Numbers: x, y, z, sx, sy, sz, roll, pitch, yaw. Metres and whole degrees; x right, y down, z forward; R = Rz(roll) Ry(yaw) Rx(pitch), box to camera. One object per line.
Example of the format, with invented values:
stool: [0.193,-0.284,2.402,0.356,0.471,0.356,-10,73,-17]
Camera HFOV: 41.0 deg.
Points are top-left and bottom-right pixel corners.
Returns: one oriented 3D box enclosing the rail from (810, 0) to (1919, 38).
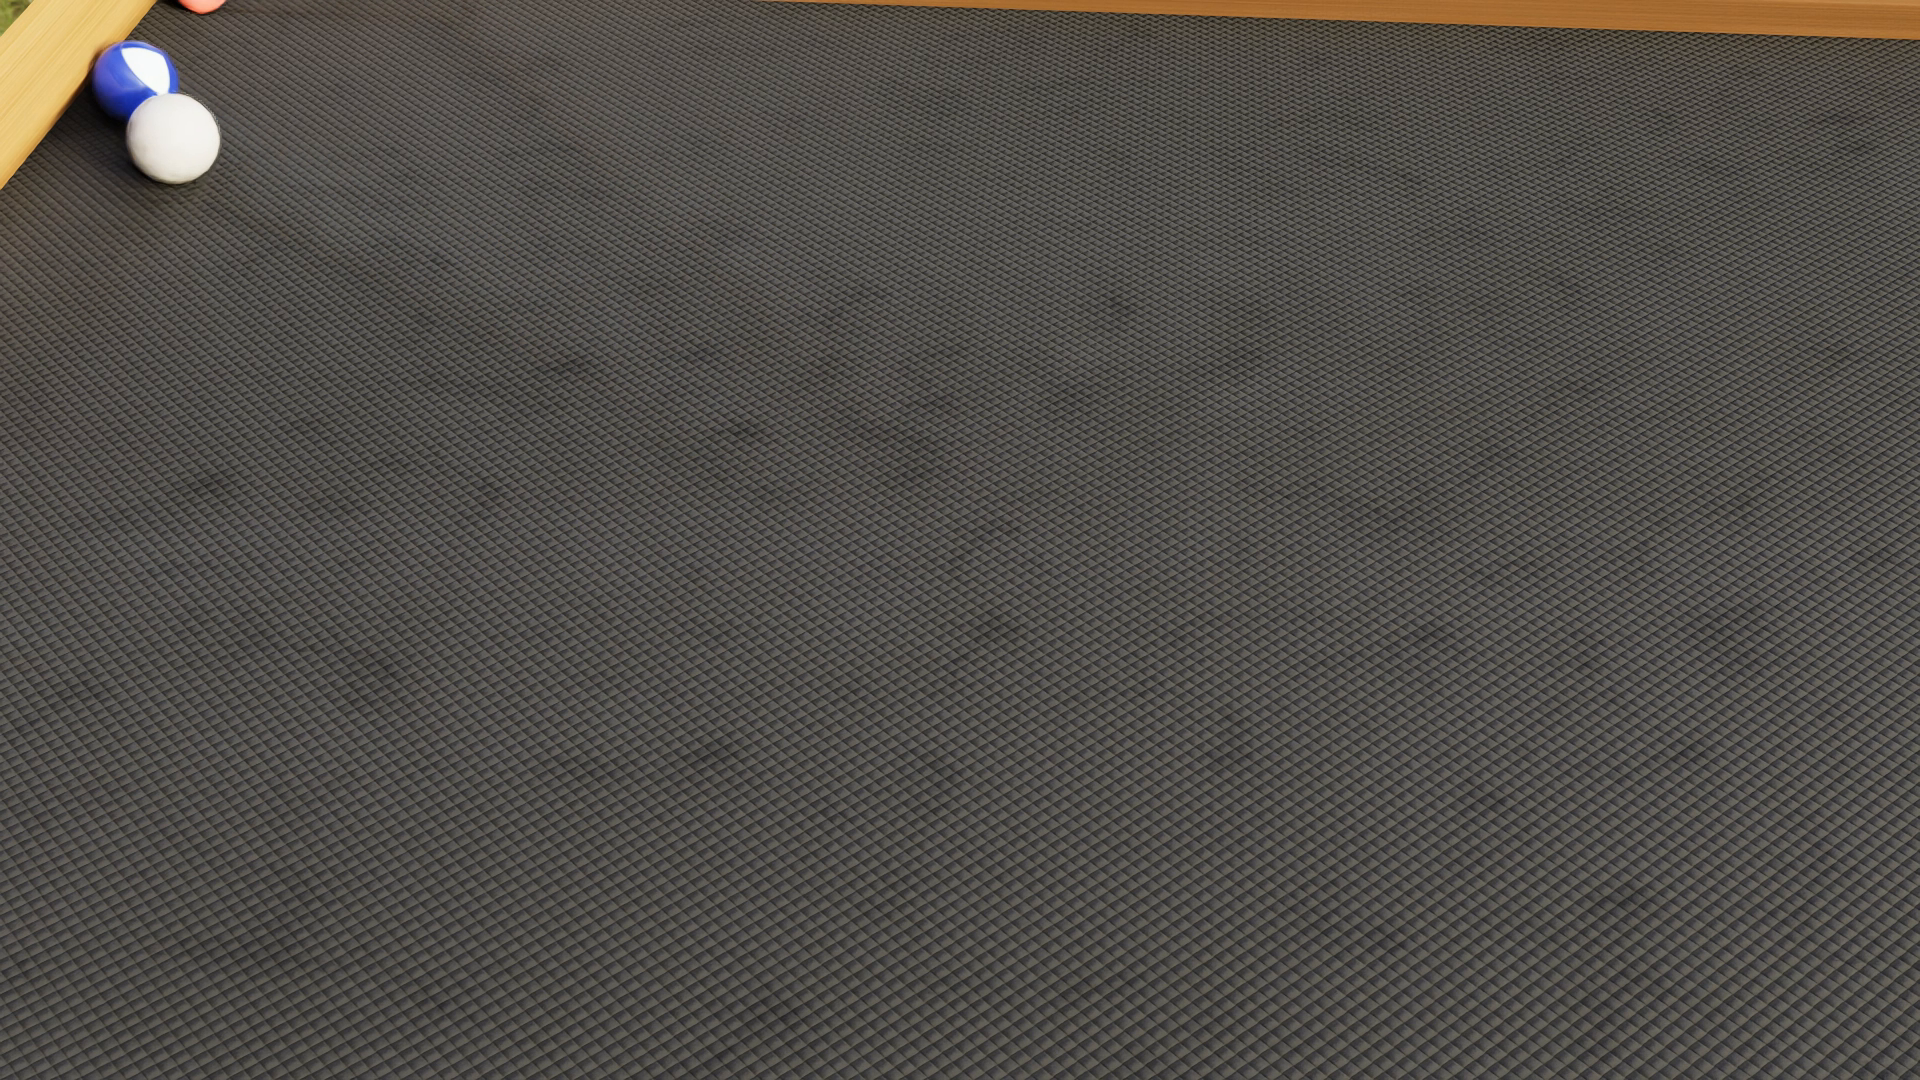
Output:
rail: [0.964,-0.522,2.455,3.559,0.114,0.045,3,36,4]

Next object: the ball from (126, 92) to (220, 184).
ball: [-0.690,-0.351,2.246,0.079,0.079,0.079,0,35,0]

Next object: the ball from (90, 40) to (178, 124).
ball: [-0.753,-0.417,2.342,0.076,0.076,0.076,0,35,0]

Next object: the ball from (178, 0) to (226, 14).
ball: [-0.754,-0.551,2.548,0.055,0.055,0.055,0,35,0]

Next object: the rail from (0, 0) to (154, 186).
rail: [-0.863,-0.059,1.804,0.045,0.114,1.941,3,36,4]
